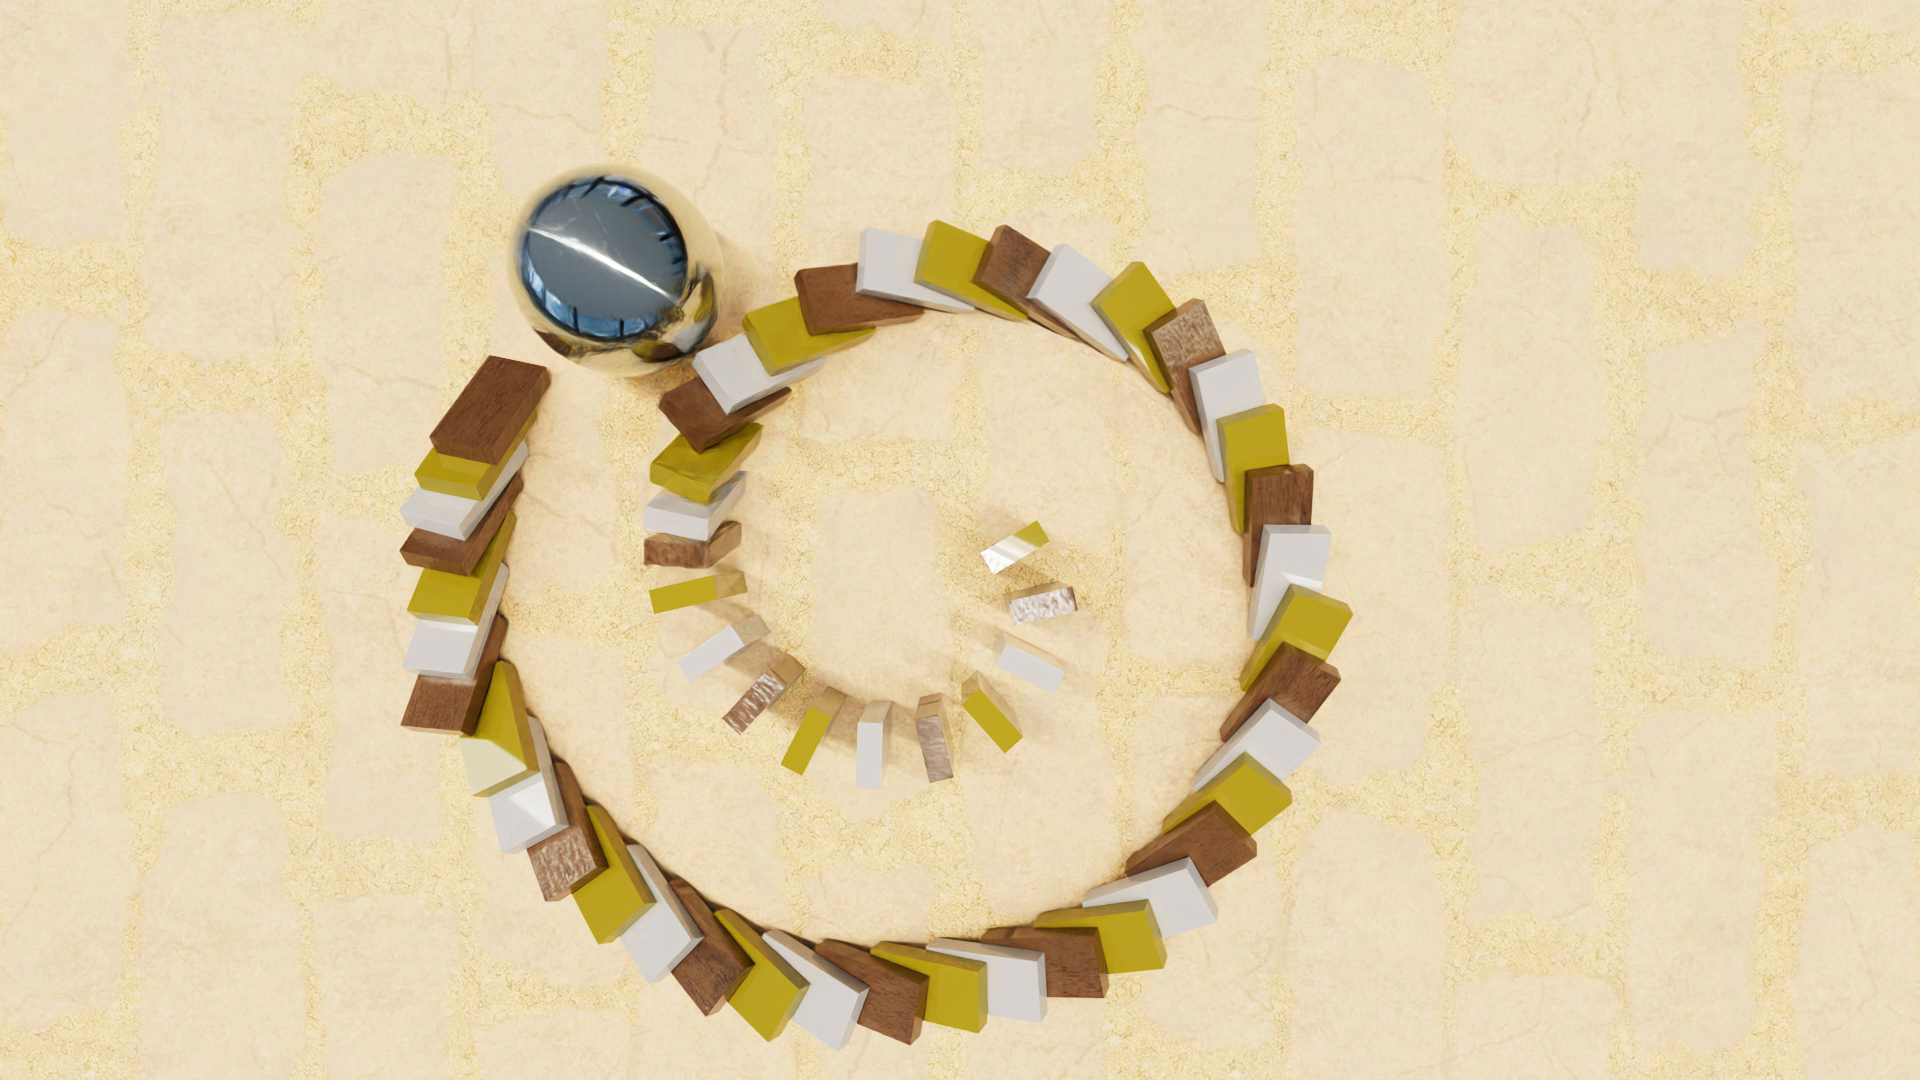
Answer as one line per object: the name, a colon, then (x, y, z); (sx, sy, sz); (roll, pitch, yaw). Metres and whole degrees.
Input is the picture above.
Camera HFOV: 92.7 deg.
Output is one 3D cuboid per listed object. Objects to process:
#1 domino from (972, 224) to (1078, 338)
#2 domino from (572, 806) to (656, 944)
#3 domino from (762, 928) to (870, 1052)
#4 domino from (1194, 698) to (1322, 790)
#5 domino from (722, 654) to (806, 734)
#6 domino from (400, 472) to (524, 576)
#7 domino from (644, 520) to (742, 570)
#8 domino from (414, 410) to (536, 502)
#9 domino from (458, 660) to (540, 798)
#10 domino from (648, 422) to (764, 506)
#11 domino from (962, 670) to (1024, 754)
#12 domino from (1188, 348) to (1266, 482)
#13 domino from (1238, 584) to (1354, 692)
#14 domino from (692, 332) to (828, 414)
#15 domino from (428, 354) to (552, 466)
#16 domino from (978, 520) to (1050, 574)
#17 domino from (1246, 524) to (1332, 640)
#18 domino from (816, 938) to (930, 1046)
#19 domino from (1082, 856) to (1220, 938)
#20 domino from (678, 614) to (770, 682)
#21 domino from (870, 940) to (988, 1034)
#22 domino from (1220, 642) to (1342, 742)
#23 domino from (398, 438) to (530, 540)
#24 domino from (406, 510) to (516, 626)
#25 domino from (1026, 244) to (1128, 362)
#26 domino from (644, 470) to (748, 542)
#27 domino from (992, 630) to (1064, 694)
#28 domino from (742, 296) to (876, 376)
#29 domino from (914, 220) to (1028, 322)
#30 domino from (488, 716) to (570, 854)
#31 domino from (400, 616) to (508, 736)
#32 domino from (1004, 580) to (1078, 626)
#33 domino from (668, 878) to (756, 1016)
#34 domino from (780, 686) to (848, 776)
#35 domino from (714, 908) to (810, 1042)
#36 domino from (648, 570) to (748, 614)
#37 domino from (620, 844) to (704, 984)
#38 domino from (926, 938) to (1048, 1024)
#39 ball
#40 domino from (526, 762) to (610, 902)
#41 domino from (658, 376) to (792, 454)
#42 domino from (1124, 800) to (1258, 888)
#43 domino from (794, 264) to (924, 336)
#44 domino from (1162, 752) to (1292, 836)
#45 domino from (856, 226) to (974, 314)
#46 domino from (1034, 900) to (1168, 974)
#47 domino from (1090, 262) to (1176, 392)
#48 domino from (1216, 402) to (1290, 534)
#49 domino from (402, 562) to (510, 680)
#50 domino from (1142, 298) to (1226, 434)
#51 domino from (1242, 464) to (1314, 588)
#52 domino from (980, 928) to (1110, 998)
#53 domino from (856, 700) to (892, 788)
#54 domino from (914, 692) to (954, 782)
domino: (0.032, -0.108, 0.385); (0.050, 0.010, 0.025); (24, 90, -24)
domino: (-0.151, 0.140, 0.386); (0.025, 0.009, 0.050); (-42, 66, 0)
domino: (-0.065, 0.188, 0.385); (0.050, 0.009, 0.025); (20, 90, 24)
domino: (0.124, 0.093, 0.386); (0.025, 0.009, 0.050); (35, 114, 0)
domino: (-0.079, 0.062, 0.375); (0.009, 0.050, 0.025); (43, 90, 0)
domino: (-0.206, -0.010, 0.381); (0.025, 0.009, 0.050); (11, 52, 0)
domino: (-0.108, 0.001, 0.375); (0.025, 0.050, 0.010); (4, 101, 0)
domino: (-0.200, -0.040, 0.381); (0.025, 0.009, 0.050); (12, 52, 0)
domino: (-0.196, 0.079, 0.386); (0.025, 0.009, 0.050); (-25, 67, 0)
domino: (-0.104, -0.036, 0.378); (0.025, 0.050, 0.010); (23, 129, 0)
domino: (0.012, 0.069, 0.375); (0.009, 0.050, 0.025); (-42, 90, 0)
domino: (0.115, -0.052, 0.385); (0.025, 0.010, 0.050); (-20, 114, 0)
domino: (0.140, 0.045, 0.385); (0.025, 0.010, 0.050); (20, 114, 0)
domino: (-0.083, -0.074, 0.382); (0.050, 0.009, 0.025); (-35, 90, -36)
domino: (-0.194, -0.055, 0.381); (0.025, 0.010, 0.050); (12, 52, 0)
domino: (0.021, 0.003, 0.375); (0.025, 0.050, 0.009); (-30, 90, 0)
domino: (0.138, 0.018, 0.385); (0.025, 0.009, 0.050); (1, 115, 0)
domino: (-0.039, 0.189, 0.386); (0.050, 0.009, 0.025); (9, 90, 24)
domino: (0.080, 0.154, 0.385); (0.050, 0.010, 0.025); (-29, 90, 25)
domino: (-0.095, 0.043, 0.375); (0.025, 0.050, 0.009); (-34, 90, 0)
domino: (-0.013, 0.188, 0.386); (0.050, 0.010, 0.025); (0, 90, 24)
domino: (0.134, 0.069, 0.385); (0.025, 0.009, 0.050); (27, 114, 0)
domino: (-0.205, -0.025, 0.380); (0.025, 0.009, 0.050); (15, 52, 2)
domino: (-0.208, 0.010, 0.385); (0.025, 0.010, 0.050); (7, 64, 0)
domino: (0.055, -0.099, 0.385); (0.050, 0.009, 0.025); (29, 90, -24)
domino: (-0.107, -0.017, 0.376); (0.025, 0.050, 0.010); (12, 116, 0)
domino: (0.027, 0.049, 0.375); (0.025, 0.050, 0.009); (26, 90, 0)
domino: (-0.063, -0.089, 0.384); (0.050, 0.010, 0.025); (-28, 90, -29)
domino: (0.008, -0.112, 0.385); (0.050, 0.010, 0.025); (15, 90, -25)
domino: (-0.185, 0.103, 0.386); (0.025, 0.009, 0.050); (-28, 66, 0)
domino: (-0.211, 0.056, 0.384); (0.025, 0.009, 0.050); (5, 64, 2)
domino: (0.032, 0.025, 0.375); (0.025, 0.050, 0.010); (-13, 90, 0)
domino: (-0.112, 0.171, 0.386); (0.050, 0.010, 0.025); (38, 90, 24)
domino: (-0.059, 0.077, 0.375); (0.009, 0.050, 0.025); (27, 90, 0)
domino: (-0.089, 0.182, 0.385); (0.050, 0.009, 0.025); (31, 90, 24)
domino: (-0.106, 0.021, 0.375); (0.025, 0.050, 0.009); (-13, 90, 0)
domino: (-0.133, 0.156, 0.386); (0.025, 0.009, 0.050); (-46, 66, 0)
domino: (0.011, 0.185, 0.386); (0.050, 0.009, 0.025); (-4, 90, 24)
ball: (-0.133, -0.105, 0.360); (0.080, 0.080, 0.080); (0, 90, 0)
domino: (-0.170, 0.122, 0.386); (0.025, 0.009, 0.050); (-34, 67, 0)
domino: (-0.096, -0.059, 0.380); (0.025, 0.009, 0.050); (48, 50, 0)
domino: (0.097, 0.134, 0.386); (0.025, 0.010, 0.050); (46, 114, 0)
domino: (-0.042, -0.102, 0.384); (0.050, 0.010, 0.025); (-15, 90, -27)
domino: (0.112, 0.114, 0.386); (0.025, 0.009, 0.050); (41, 114, 0)
domino: (-0.018, -0.112, 0.385); (0.050, 0.010, 0.025); (4, 90, -26)
domino: (0.059, 0.168, 0.385); (0.050, 0.010, 0.025); (-18, 90, 24)
domino: (0.080, -0.089, 0.385); (0.025, 0.009, 0.050); (-45, 115, 0)
domino: (0.125, -0.030, 0.386); (0.025, 0.009, 0.050); (-16, 114, 0)
domino: (-0.211, 0.032, 0.385); (0.025, 0.009, 0.050); (6, 64, 0)
domino: (0.099, -0.073, 0.385); (0.025, 0.009, 0.050); (-32, 115, 0)
domino: (0.133, -0.006, 0.386); (0.025, 0.010, 0.050); (-7, 114, 0)
domino: (0.035, 0.178, 0.386); (0.050, 0.009, 0.025); (-11, 90, 24)
domino: (-0.035, 0.082, 0.375); (0.010, 0.050, 0.025); (2, 90, 0)
domino: (-0.010, 0.080, 0.375); (0.010, 0.050, 0.025); (-14, 90, 0)
